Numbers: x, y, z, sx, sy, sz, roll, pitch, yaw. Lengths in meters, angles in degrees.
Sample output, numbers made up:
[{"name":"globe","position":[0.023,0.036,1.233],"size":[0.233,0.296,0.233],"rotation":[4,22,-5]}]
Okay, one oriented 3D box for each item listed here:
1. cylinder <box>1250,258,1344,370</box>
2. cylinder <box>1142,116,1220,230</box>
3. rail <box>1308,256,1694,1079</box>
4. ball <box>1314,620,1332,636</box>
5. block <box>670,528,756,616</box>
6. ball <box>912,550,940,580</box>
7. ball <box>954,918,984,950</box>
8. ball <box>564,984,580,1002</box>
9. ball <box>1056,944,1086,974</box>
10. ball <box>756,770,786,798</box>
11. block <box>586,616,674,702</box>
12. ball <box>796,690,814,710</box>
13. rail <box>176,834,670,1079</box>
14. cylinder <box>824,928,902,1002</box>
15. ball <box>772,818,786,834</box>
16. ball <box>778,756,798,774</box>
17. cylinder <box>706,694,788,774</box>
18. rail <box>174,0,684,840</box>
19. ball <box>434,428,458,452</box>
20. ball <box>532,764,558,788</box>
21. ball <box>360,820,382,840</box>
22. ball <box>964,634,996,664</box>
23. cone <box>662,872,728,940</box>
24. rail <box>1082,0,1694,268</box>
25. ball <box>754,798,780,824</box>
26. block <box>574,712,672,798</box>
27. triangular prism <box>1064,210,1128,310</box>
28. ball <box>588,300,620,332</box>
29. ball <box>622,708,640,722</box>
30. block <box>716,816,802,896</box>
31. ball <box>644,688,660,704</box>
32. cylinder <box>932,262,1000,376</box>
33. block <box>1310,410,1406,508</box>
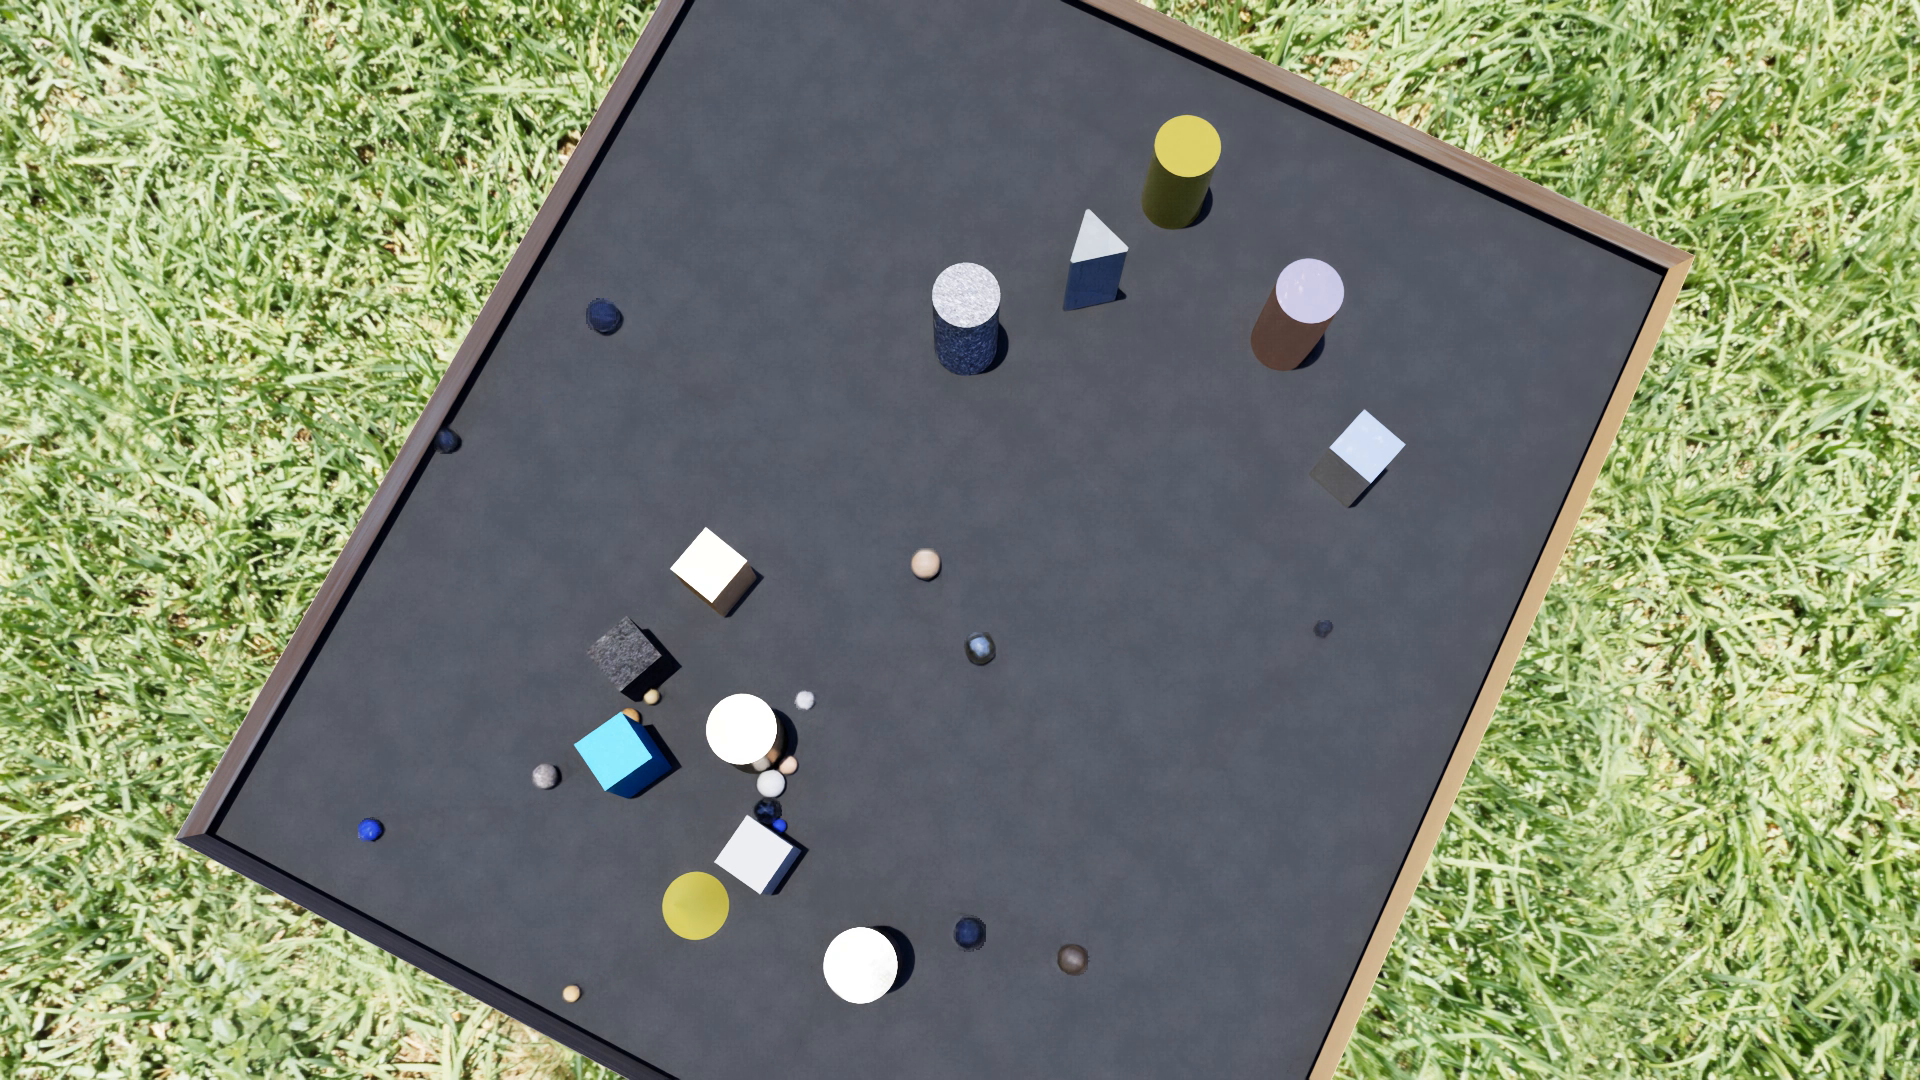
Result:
[{"name":"cylinder","position":[1.010,-0.671,5.516],"size":[0.196,0.469,0.196],"rotation":[0,78,0]},{"name":"cylinder","position":[0.675,-1.124,5.634],"size":[0.196,0.421,0.196],"rotation":[0,78,0]},{"name":"rail","position":[1.443,0.713,5.403],"size":[0.045,0.127,3.631],"rotation":[26,80,5]},{"name":"ball","position":[1.097,0.268,5.537],"size":[0.048,0.048,0.048],"rotation":[0,78,0]},{"name":"block","position":[-0.729,0.100,5.453],"size":[0.157,0.279,0.157],"rotation":[38,81,7]},{"name":"ball","position":[-0.104,0.074,5.556],"size":[0.089,0.089,0.089],"rotation":[0,78,0]},{"name":"ball","position":[0.026,1.144,5.333],"size":[0.091,0.091,0.091],"rotation":[0,78,0]},{"name":"ball","position":[-1.126,1.316,5.319],"size":[0.048,0.048,0.048],"rotation":[0,78,0]},{"name":"ball","position":[0.324,1.217,5.320],"size":[0.087,0.087,0.087],"rotation":[0,78,0]},{"name":"ball","position":[-0.560,0.721,5.425],"size":[0.083,0.083,0.083],"rotation":[0,78,0]},{"name":"block","position":[-0.971,0.354,5.411],"size":[0.157,0.260,0.157],"rotation":[-41,81,-8]},{"name":"ball","position":[-0.462,0.479,5.489],"size":[0.055,0.055,0.055],"rotation":[0,78,0]},{"name":"rail","position":[-0.801,1.576,5.224],"size":[3.273,0.127,0.045],"rotation":[26,80,5]},{"name":"cylinder","position":[-0.266,1.186,5.133],"size":[0.196,0.467,0.196],"rotation":[0,78,0]},{"name":"ball","position":[-0.535,0.846,5.419],"size":[0.043,0.043,0.043],"rotation":[0,78,0]},{"name":"ball","position":[-0.511,0.669,5.450],"size":[0.055,0.055,0.055],"rotation":[0,78,0]},{"name":"cylinder","position":[-0.612,0.566,5.314],"size":[0.196,0.363,0.196],"rotation":[0,78,0]},{"name":"rail","position":[-1.443,-0.700,5.695],"size":[0.045,0.127,3.631],"rotation":[26,80,5]},{"name":"ball","position":[-1.584,-0.309,5.643],"size":[0.073,0.073,0.073],"rotation":[0,78,0]},{"name":"ball","position":[-1.229,0.700,5.433],"size":[0.075,0.075,0.075],"rotation":[0,78,0]},{"name":"ball","position":[-1.740,0.856,5.408],"size":[0.062,0.062,0.062],"rotation":[0,78,0]},{"name":"ball","position":[0.060,0.326,5.502],"size":[0.092,0.092,0.092],"rotation":[0,78,0]},{"name":"cone","position":[-0.778,1.033,5.186],"size":[0.196,0.424,0.196],"rotation":[0,78,0]},{"name":"rail","position":[0.801,-1.563,5.874],"size":[3.273,0.127,0.045],"rotation":[26,80,5]},{"name":"ball","position":[-0.571,0.800,5.413],"size":[0.074,0.074,0.074],"rotation":[0,78,0]},{"name":"block","position":[-0.969,0.627,5.298],"size":[0.157,0.369,0.157],"rotation":[-35,80,-7]},{"name":"triangular prism","position":[0.391,-0.855,5.572],"size":[0.170,0.434,0.147],"rotation":[-13,79,-3]},{"name":"ball","position":[-1.111,-0.699,5.711],"size":[0.098,0.098,0.098],"rotation":[0,78,0]},{"name":"ball","position":[-0.988,0.533,5.474],"size":[0.063,0.063,0.063],"rotation":[0,78,0]},{"name":"block","position":[-0.578,0.911,5.278],"size":[0.157,0.295,0.157],"rotation":[34,80,7]},{"name":"ball","position":[-0.924,0.469,5.495],"size":[0.048,0.048,0.048],"rotation":[0,78,0]},{"name":"cylinder","position":[0.018,-0.657,5.509],"size":[0.196,0.476,0.196],"rotation":[0,78,0]},{"name":"block","position":[1.187,-0.240,5.498],"size":[0.157,0.330,0.157],"rotation":[42,81,8]}]
